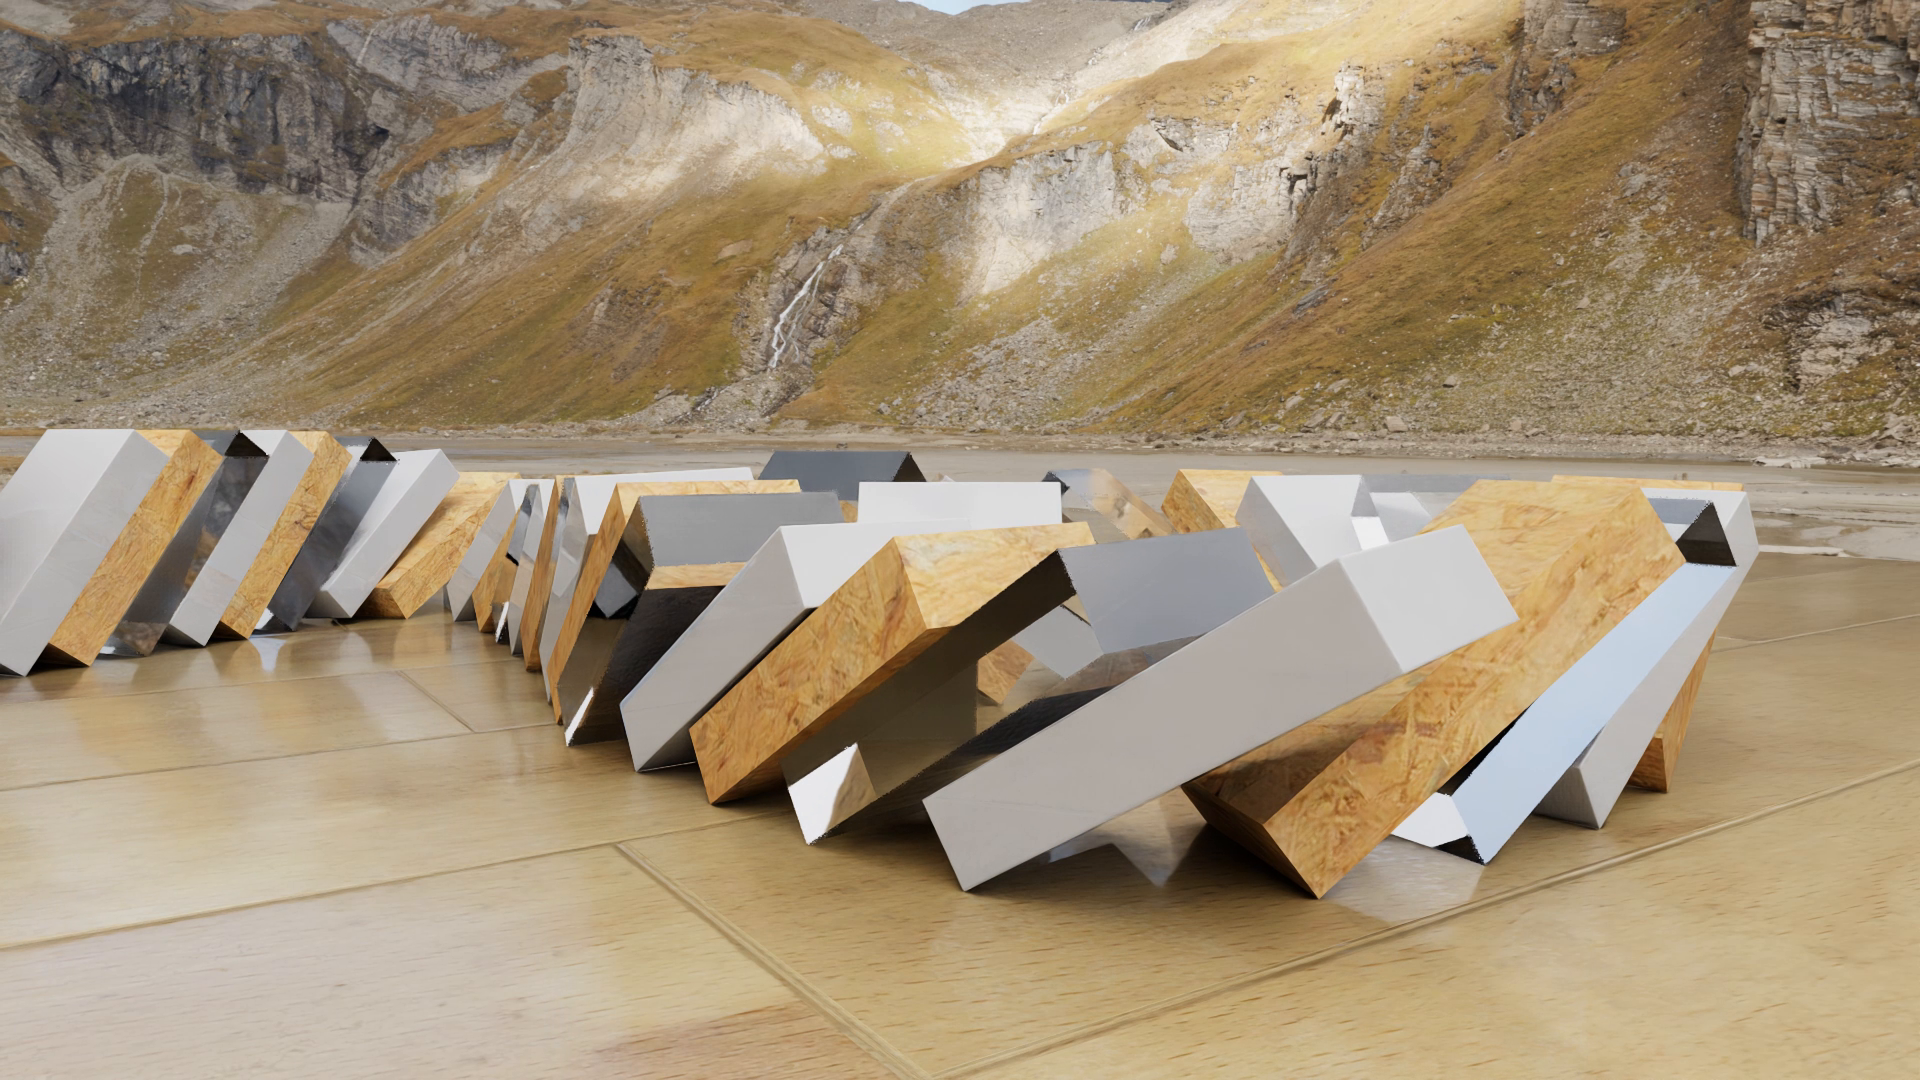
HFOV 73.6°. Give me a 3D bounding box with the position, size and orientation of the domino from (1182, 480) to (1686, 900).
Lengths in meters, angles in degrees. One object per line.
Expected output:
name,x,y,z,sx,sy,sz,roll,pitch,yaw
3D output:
domino,0.047,0.013,0.135,0.050,0.010,0.025,-40,12,-8

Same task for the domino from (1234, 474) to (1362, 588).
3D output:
domino,0.070,0.008,0.220,0.025,0.009,0.050,-2,40,-19

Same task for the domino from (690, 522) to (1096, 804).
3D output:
domino,-0.008,0.015,0.143,0.025,0.010,0.050,-5,-25,-39

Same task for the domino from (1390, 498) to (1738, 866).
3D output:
domino,0.063,0.013,0.148,0.050,0.009,0.025,-40,21,-21

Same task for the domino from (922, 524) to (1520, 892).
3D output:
domino,0.022,0.016,0.117,0.025,0.009,0.050,-9,-22,-48

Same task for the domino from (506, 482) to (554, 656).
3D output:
domino,-0.071,0.006,0.247,0.025,0.010,0.050,-2,-29,-28

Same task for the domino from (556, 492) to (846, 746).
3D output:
domino,-0.035,0.011,0.171,0.025,0.009,0.050,-3,-30,-31

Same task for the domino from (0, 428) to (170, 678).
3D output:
domino,-0.178,0.001,0.248,0.025,0.050,0.010,2,-33,21

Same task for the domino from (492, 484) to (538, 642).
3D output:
domino,-0.079,0.005,0.264,0.025,0.010,0.050,-2,-28,-30

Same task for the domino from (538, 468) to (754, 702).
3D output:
domino,-0.049,0.008,0.198,0.025,0.009,0.050,-5,-31,-27

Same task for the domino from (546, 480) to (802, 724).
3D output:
domino,-0.042,0.010,0.186,0.025,0.009,0.050,-3,-32,-31

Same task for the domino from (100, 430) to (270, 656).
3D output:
domino,-0.170,0.000,0.270,0.025,0.050,0.009,2,-33,21

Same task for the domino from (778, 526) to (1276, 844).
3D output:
domino,0.005,0.016,0.129,0.025,0.010,0.050,-6,-24,-41

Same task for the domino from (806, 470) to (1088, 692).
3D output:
domino,-0.003,0.007,0.225,0.050,0.010,0.025,38,-8,-17

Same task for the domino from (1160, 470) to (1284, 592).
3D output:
domino,0.061,0.006,0.236,0.025,0.009,0.050,0,40,-28

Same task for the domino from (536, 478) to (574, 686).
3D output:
domino,-0.055,0.007,0.214,0.025,0.010,0.050,-5,-31,-26

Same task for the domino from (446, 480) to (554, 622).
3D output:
domino,-0.098,0.003,0.296,0.025,0.010,0.050,-2,-27,-39

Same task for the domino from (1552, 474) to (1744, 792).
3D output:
domino,0.089,0.010,0.176,0.025,0.010,0.050,6,43,40

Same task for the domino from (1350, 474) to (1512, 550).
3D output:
domino,0.081,0.009,0.201,0.025,0.009,0.050,0,41,-1

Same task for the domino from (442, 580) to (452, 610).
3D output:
domino,-0.108,0.012,0.340,0.050,0.010,0.025,-3,5,-34

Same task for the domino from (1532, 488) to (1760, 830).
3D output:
domino,0.077,0.012,0.161,0.050,0.009,0.025,-44,29,-28

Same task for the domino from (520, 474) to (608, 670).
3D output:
domino,-0.062,0.007,0.230,0.025,0.009,0.050,-2,-32,-28

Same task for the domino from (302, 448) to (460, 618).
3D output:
domino,-0.150,-0.002,0.321,0.025,0.010,0.050,-2,44,23

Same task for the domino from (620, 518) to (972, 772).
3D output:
domino,-0.021,0.014,0.158,0.025,0.010,0.050,-3,-26,-38

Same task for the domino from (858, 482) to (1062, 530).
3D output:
domino,0.000,0.010,0.178,0.025,0.010,0.050,0,-33,0

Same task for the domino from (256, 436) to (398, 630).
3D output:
domino,-0.158,-0.003,0.306,0.025,0.050,0.010,1,-36,21

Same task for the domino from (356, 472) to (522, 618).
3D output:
domino,-0.137,0.000,0.333,0.025,0.009,0.050,2,37,27

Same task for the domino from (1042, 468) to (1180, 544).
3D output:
domino,0.038,0.006,0.243,0.050,0.010,0.025,42,22,21

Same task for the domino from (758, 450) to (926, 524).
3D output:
domino,-0.010,0.007,0.202,0.025,0.009,0.050,3,-39,33

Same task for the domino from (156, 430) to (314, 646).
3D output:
domino,-0.166,-0.001,0.281,0.025,0.050,0.010,1,-33,20

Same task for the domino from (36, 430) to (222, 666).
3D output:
domino,-0.174,0.000,0.259,0.025,0.050,0.010,2,-33,21

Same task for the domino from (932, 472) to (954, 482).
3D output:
domino,0.014,0.006,0.234,0.050,0.009,0.025,36,1,-6

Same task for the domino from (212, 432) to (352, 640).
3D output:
domino,-0.163,-0.002,0.293,0.025,0.050,0.009,2,-33,21

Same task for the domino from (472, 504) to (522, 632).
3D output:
domino,-0.088,0.004,0.282,0.025,0.009,0.050,-3,-27,-37
